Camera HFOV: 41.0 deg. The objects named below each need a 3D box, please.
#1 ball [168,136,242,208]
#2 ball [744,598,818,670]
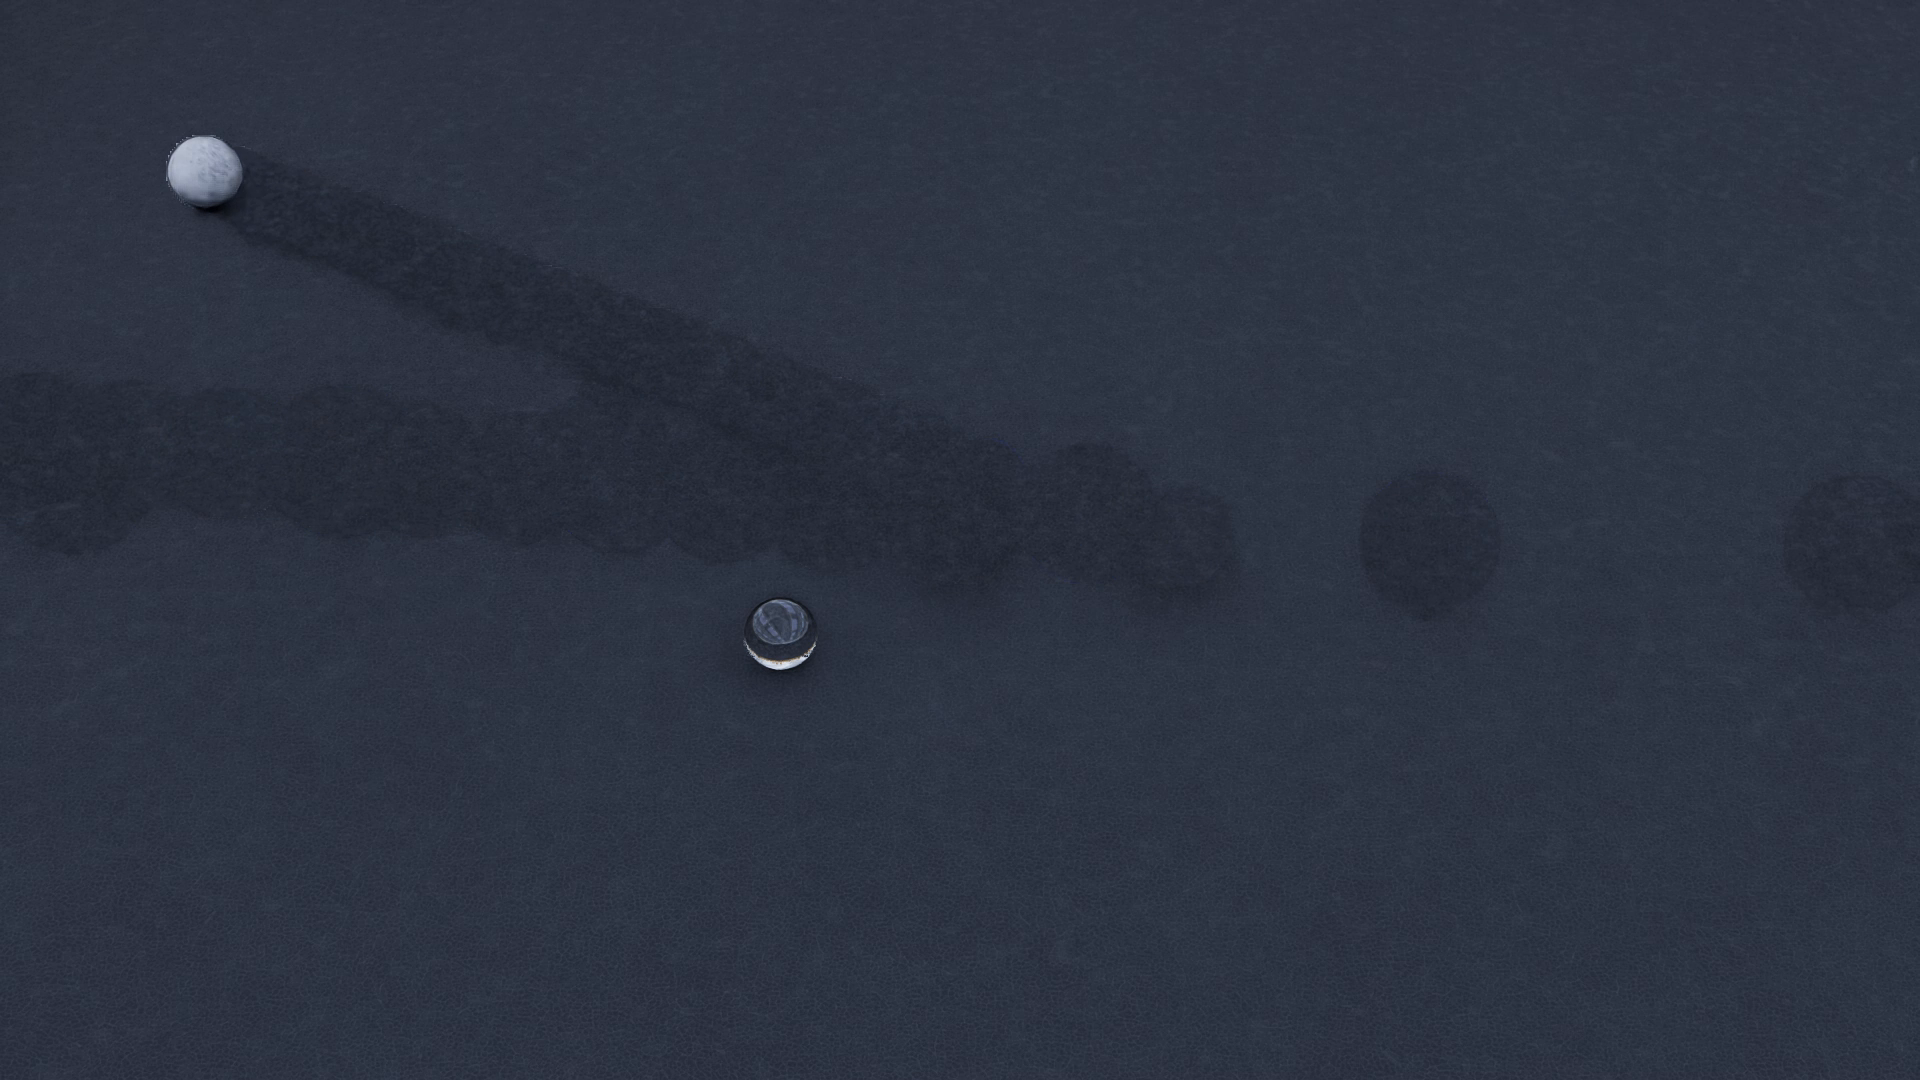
[{"bbox_3d":[-0.587,-0.286,1.994,0.055,0.055,0.055,0,36,0],"label":"ball"},{"bbox_3d":[-0.108,0.056,1.541,0.044,0.044,0.044,0,36,0],"label":"ball"}]
